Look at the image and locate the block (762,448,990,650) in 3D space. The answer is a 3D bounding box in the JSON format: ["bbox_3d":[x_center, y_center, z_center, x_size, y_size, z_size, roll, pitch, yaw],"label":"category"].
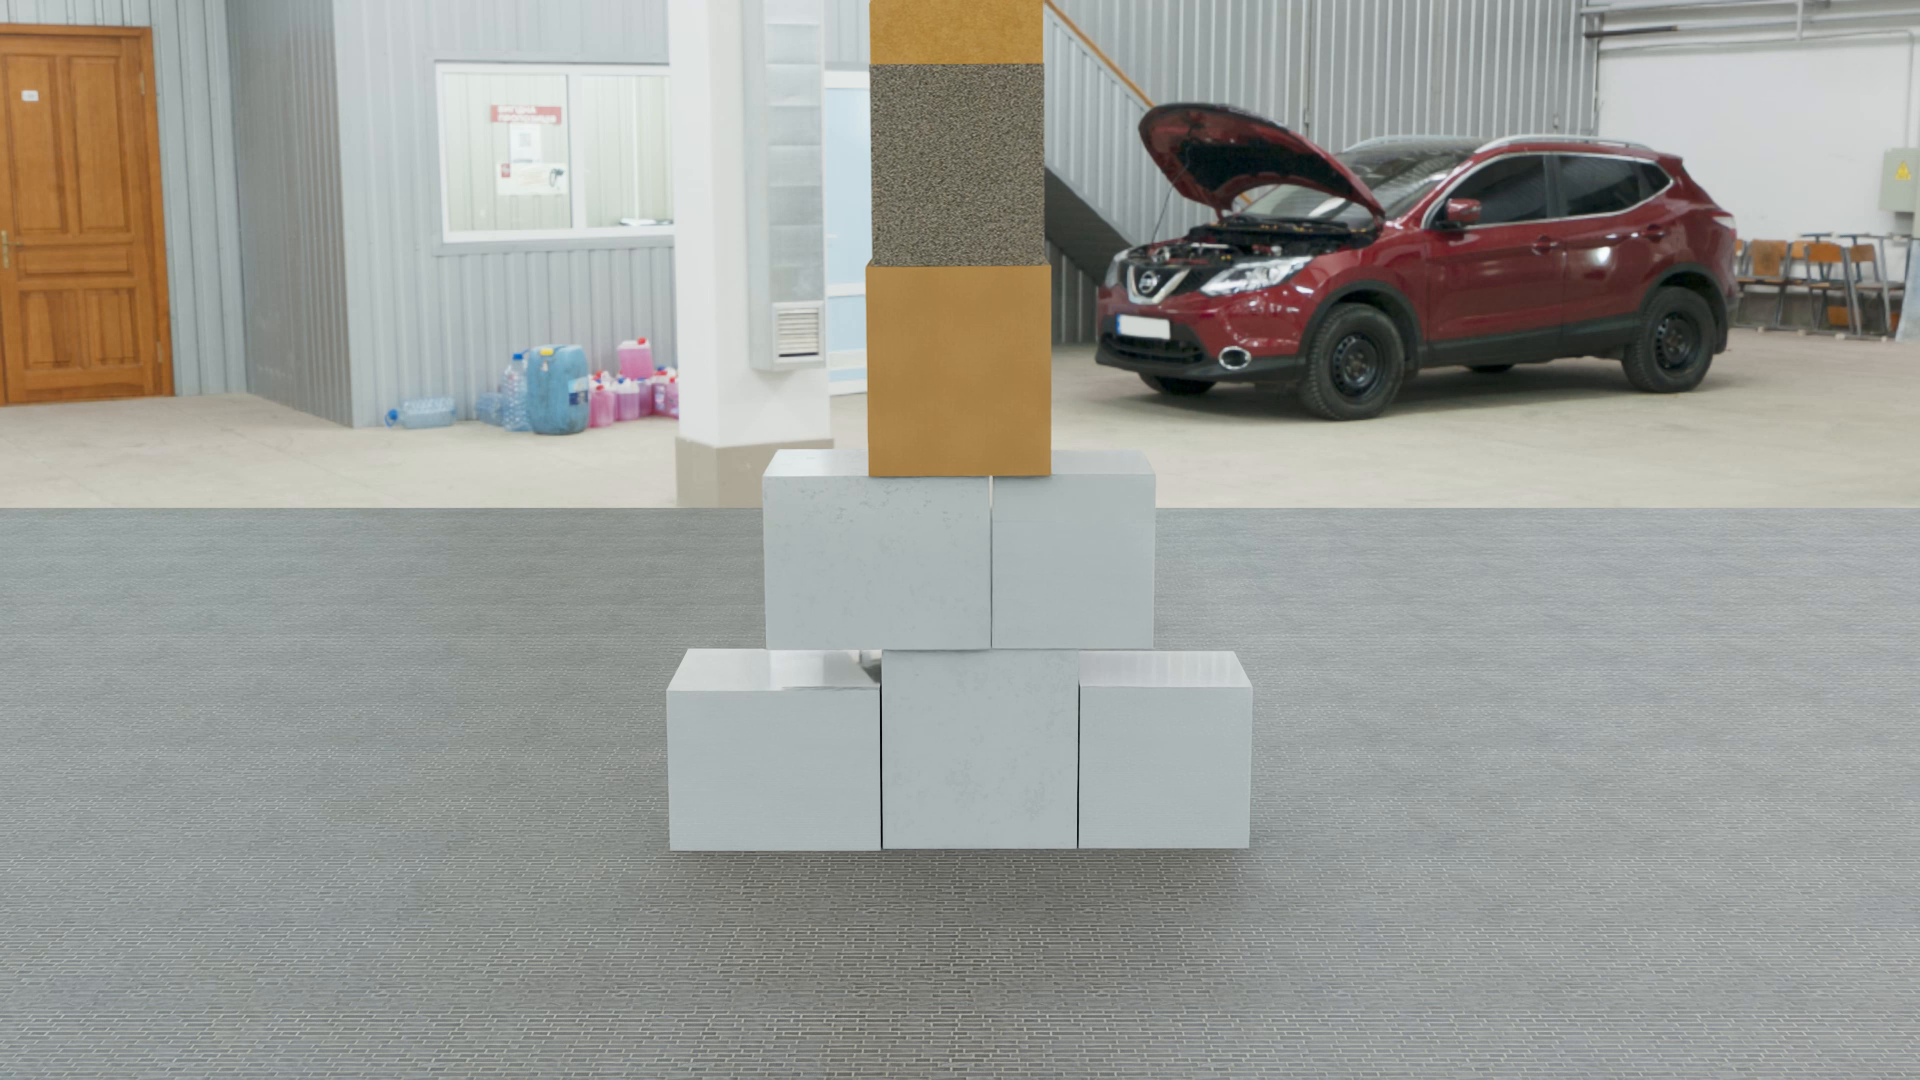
[{"bbox_3d":[-0.405,0.030,11.196,1.102,0.867,0.934,0,10,0],"label":"block"}]

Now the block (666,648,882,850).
[{"bbox_3d":[-0.925,1.068,11.387,1.054,0.824,0.912,0,10,0],"label":"block"}]

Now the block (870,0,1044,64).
[{"bbox_3d":[-0.018,-2.721,10.674,0.814,0.831,0.827,0,10,0],"label":"block"}]

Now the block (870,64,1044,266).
[{"bbox_3d":[-0.012,-1.848,10.828,0.820,0.942,0.875,0,10,0],"label":"block"}]

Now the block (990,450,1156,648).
[{"bbox_3d":[0.556,0.031,11.181,0.795,0.870,0.849,0,10,0],"label":"block"}]

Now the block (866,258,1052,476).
[{"bbox_3d":[-0.005,-0.892,11.017,0.883,1.007,0.973,0,10,0],"label":"block"}]

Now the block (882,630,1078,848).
[{"bbox_3d":[0.099,0.966,11.363,0.974,1.034,0.840,0,10,0],"label":"block"}]

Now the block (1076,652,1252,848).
[{"bbox_3d":[1.024,1.069,11.356,0.856,0.834,0.779,0,10,0],"label":"block"}]
